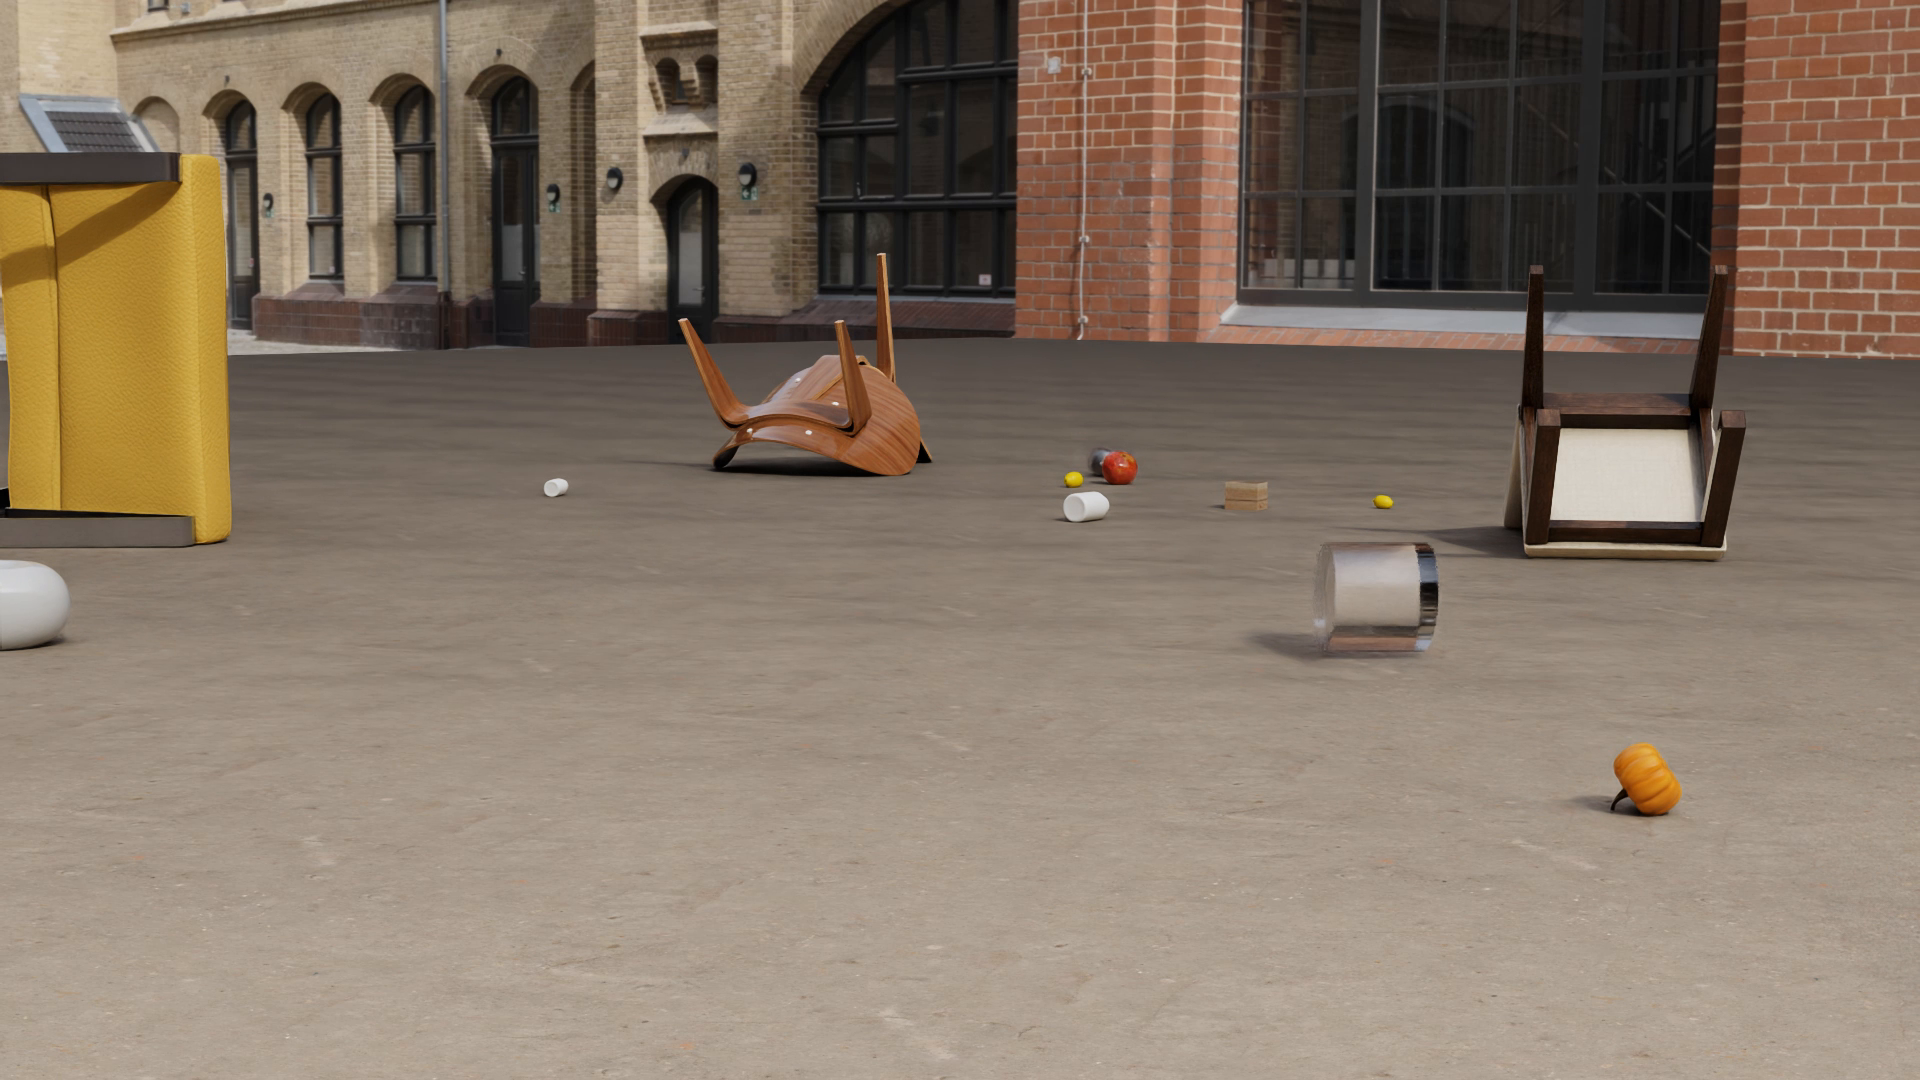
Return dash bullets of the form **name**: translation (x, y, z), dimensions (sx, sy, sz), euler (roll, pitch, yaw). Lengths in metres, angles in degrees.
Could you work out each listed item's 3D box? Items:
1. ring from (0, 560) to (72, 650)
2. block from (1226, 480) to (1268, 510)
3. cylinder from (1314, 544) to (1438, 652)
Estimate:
- **ring**: translation (-1.781, 0.118, 4.569), dimensions (0.386, 0.144, 0.244), euler (-1, 8, -2)
- **block**: translation (0.810, -0.126, 7.261), dimensions (0.097, 0.076, 0.074), euler (3, 7, 29)
- **cylinder**: translation (0.721, 0.101, 4.468), dimensions (0.173, 0.185, 0.286), euler (0, -11, 0)
